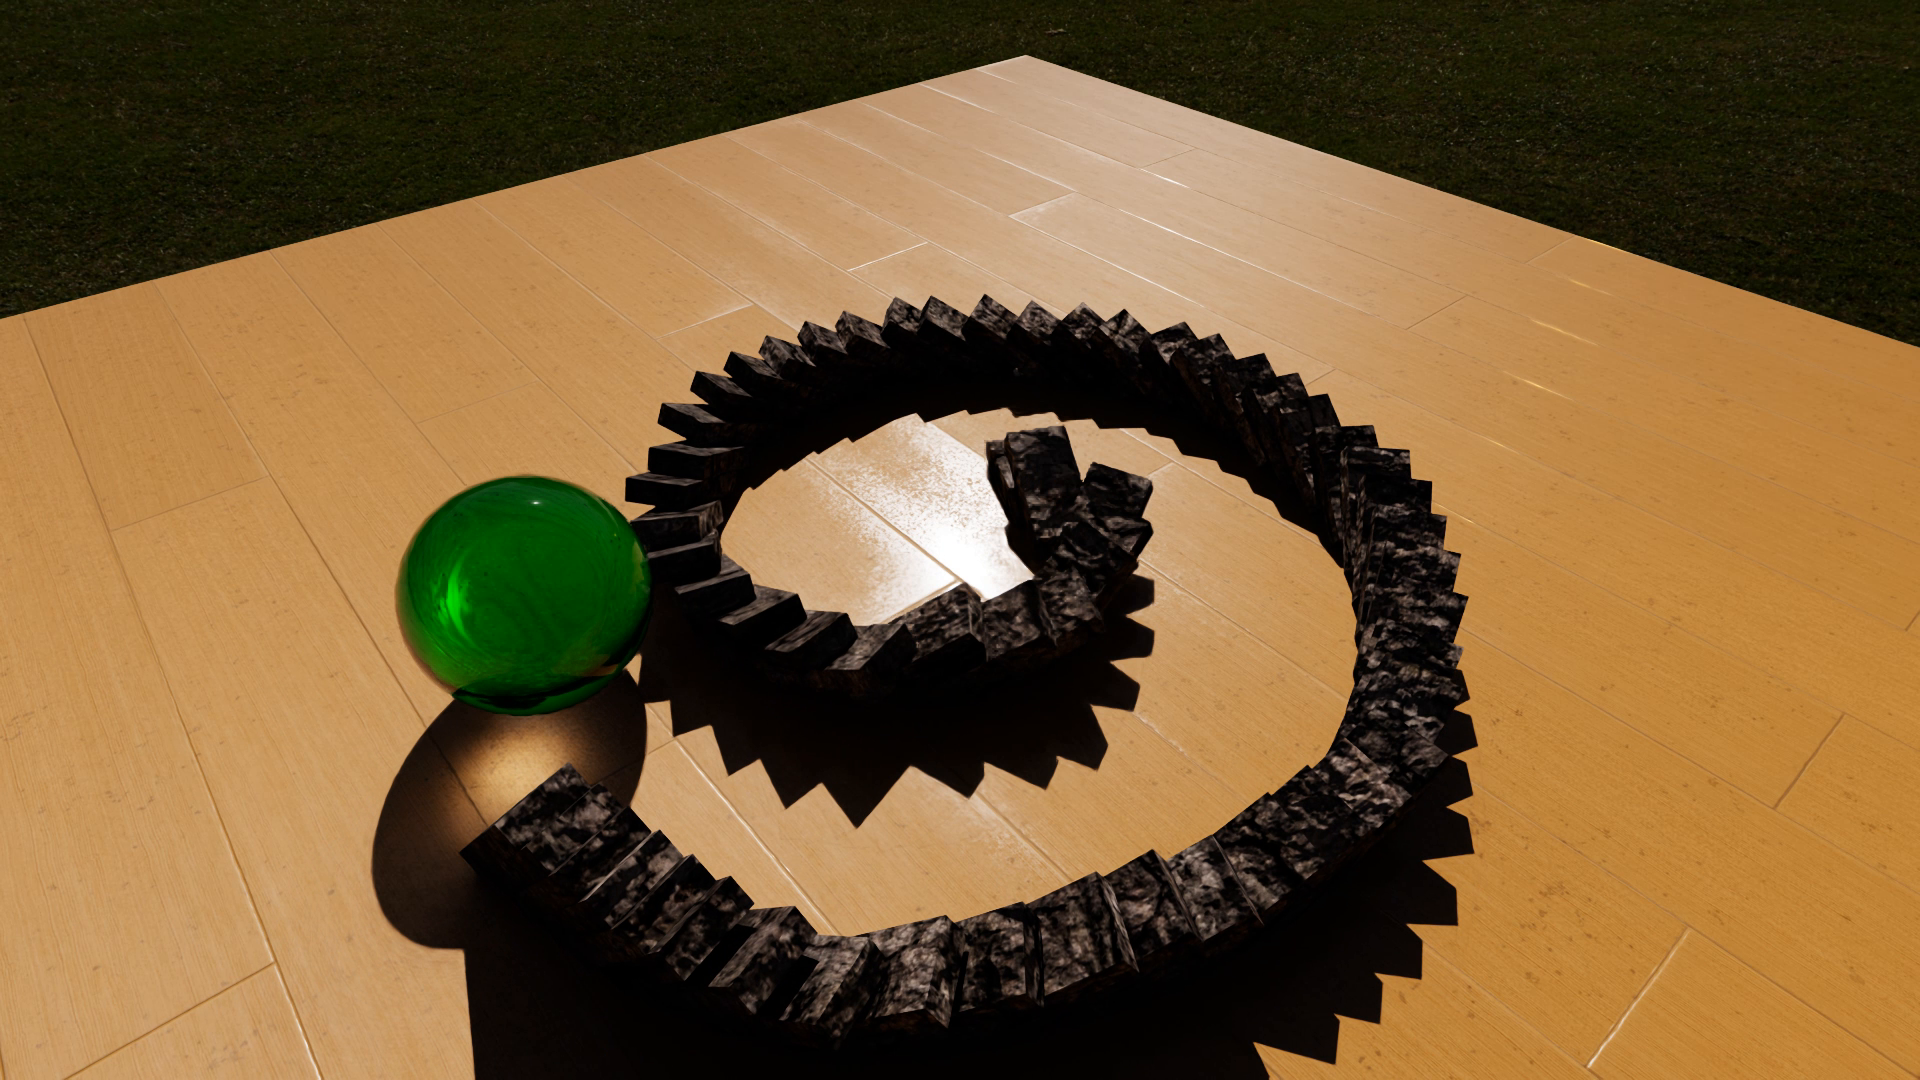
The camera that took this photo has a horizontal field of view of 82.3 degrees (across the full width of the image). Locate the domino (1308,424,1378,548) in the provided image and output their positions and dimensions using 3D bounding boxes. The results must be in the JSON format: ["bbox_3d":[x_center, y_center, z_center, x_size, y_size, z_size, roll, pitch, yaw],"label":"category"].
[{"bbox_3d":[0.162,-0.022,0.453,0.025,0.010,0.050,-3,68,-4],"label":"domino"}]

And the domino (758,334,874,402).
[{"bbox_3d":[-0.068,-0.081,0.522,0.050,0.010,0.025,12,25,-42],"label":"domino"}]

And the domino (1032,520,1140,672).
[{"bbox_3d":[0.038,0.020,0.397,0.050,0.009,0.025,-50,55,-1],"label":"domino"}]

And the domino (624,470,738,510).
[{"bbox_3d":[-0.114,-0.023,0.453,0.025,0.009,0.050,8,12,11],"label":"domino"}]

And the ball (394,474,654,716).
[{"bbox_3d":[-0.143,0.018,0.366,0.080,0.080,0.080,0,39,0],"label":"ball"}]

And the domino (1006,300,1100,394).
[{"bbox_3d":[0.050,-0.095,0.542,0.050,0.010,0.025,34,44,-3],"label":"domino"}]

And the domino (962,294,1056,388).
[{"bbox_3d":[0.027,-0.099,0.546,0.050,0.010,0.025,34,42,-6],"label":"domino"}]

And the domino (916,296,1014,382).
[{"bbox_3d":[0.004,-0.100,0.545,0.050,0.009,0.025,27,36,-16],"label":"domino"}]

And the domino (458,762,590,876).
[{"bbox_3d":[-0.126,0.081,0.317,0.009,0.050,0.025,50,50,-5],"label":"domino"}]

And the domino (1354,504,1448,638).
[{"bbox_3d":[0.163,0.013,0.407,0.025,0.009,0.050,11,72,12],"label":"domino"}]

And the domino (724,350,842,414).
[{"bbox_3d":[-0.082,-0.073,0.512,0.050,0.010,0.025,9,24,-47],"label":"domino"}]

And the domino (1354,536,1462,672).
[{"bbox_3d":[0.159,0.026,0.392,0.025,0.010,0.050,15,73,17],"label":"domino"}]

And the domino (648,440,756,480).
[{"bbox_3d":[-0.109,-0.035,0.469,0.025,0.009,0.050,10,12,11],"label":"domino"}]

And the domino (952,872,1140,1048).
[{"bbox_3d":[0.019,0.110,0.289,0.050,0.010,0.025,-30,42,14],"label":"domino"}]

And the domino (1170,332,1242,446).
[{"bbox_3d":[0.121,-0.070,0.509,0.025,0.009,0.050,-21,74,-26],"label":"domino"}]

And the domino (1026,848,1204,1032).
[{"bbox_3d":[0.037,0.107,0.293,0.050,0.010,0.025,-33,41,10],"label":"domino"}]

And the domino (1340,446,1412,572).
[{"bbox_3d":[0.166,-0.012,0.437,0.025,0.010,0.050,4,72,1],"label":"domino"}]

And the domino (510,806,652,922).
[{"bbox_3d":[-0.106,0.091,0.305,0.010,0.050,0.025,50,49,-5],"label":"domino"}]

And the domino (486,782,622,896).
[{"bbox_3d":[-0.116,0.085,0.312,0.010,0.050,0.025,50,50,-5],"label":"domino"}]

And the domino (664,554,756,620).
[{"bbox_3d":[-0.093,0.016,0.405,0.025,0.009,0.050,-17,13,-19],"label":"domino"}]

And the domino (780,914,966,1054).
[{"bbox_3d":[-0.023,0.114,0.282,0.050,0.010,0.025,-23,30,29],"label":"domino"}]

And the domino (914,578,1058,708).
[{"bbox_3d":[0.007,0.036,0.379,0.050,0.010,0.025,-27,43,15],"label":"domino"}]

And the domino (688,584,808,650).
[{"bbox_3d":[-0.077,0.026,0.393,0.025,0.010,0.050,-27,17,-29],"label":"domino"}]

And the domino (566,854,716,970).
[{"bbox_3d":[-0.086,0.100,0.294,0.009,0.050,0.025,50,50,-5],"label":"domino"}]

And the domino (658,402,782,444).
[{"bbox_3d":[-0.106,-0.052,0.489,0.025,0.009,0.050,27,18,29],"label":"domino"}]

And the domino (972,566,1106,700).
[{"bbox_3d":[0.024,0.033,0.383,0.050,0.009,0.025,-31,42,11],"label":"domino"}]

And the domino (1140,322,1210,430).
[{"bbox_3d":[0.110,-0.078,0.521,0.025,0.010,0.050,-25,74,-27],"label":"domino"}]

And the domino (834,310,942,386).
[{"bbox_3d":[-0.035,-0.094,0.538,0.050,0.009,0.025,18,29,-32],"label":"domino"}]

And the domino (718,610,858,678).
[{"bbox_3d":[-0.060,0.035,0.382,0.025,0.010,0.050,-35,21,-34],"label":"domino"}]

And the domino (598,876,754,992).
[{"bbox_3d":[-0.075,0.104,0.289,0.010,0.050,0.025,50,50,-5],"label":"domino"}]

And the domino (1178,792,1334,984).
[{"bbox_3d":[0.075,0.096,0.305,0.050,0.009,0.025,-39,49,3],"label":"domino"}]

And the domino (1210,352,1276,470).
[{"bbox_3d":[0.136,-0.059,0.496,0.025,0.009,0.050,-16,72,-18],"label":"domino"}]

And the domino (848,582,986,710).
[{"bbox_3d":[-0.015,0.036,0.378,0.050,0.010,0.025,-29,35,19],"label":"domino"}]

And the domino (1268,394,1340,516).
[{"bbox_3d":[0.153,-0.037,0.469,0.025,0.010,0.050,-10,70,-15],"label":"domino"}]

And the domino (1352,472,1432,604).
[{"bbox_3d":[0.166,0.001,0.422,0.025,0.009,0.050,8,72,6],"label":"domino"}]

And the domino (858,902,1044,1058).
[{"bbox_3d":[-0.003,0.114,0.285,0.050,0.010,0.025,-24,35,19],"label":"domino"}]

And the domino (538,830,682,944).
[{"bbox_3d":[-0.096,0.095,0.300,0.010,0.050,0.025,50,50,-5],"label":"domino"}]

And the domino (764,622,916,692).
[{"bbox_3d":[-0.041,0.041,0.375,0.050,0.010,0.025,-7,28,42],"label":"domino"}]

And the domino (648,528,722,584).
[{"bbox_3d":[-0.104,0.006,0.416,0.025,0.009,0.050,-14,10,-9],"label":"domino"}]

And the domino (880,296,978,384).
[{"bbox_3d":[-0.014,-0.099,0.546,0.050,0.009,0.025,27,37,-16],"label":"domino"}]

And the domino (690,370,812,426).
[{"bbox_3d":[-0.095,-0.064,0.502,0.025,0.009,0.050,35,19,35],"label":"domino"}]

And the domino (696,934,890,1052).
[{"bbox_3d":[-0.044,0.115,0.283,0.050,0.010,0.025,-15,25,40],"label":"domino"}]

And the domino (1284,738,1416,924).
[{"bbox_3d":[0.105,0.085,0.321,0.050,0.010,0.025,-43,49,-2],"label":"domino"}]

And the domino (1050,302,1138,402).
[{"bbox_3d":[0.071,-0.092,0.537,0.050,0.010,0.025,42,48,2],"label":"domino"}]

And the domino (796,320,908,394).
[{"bbox_3d":[-0.052,-0.088,0.531,0.050,0.009,0.025,15,28,-36],"label":"domino"}]

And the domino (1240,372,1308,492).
[{"bbox_3d":[0.145,-0.048,0.483,0.025,0.009,0.050,-13,71,-16],"label":"domino"}]

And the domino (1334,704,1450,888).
[{"bbox_3d":[0.120,0.077,0.332,0.050,0.010,0.025,-45,51,-6],"label":"domino"}]

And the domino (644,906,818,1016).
[{"bbox_3d":[-0.061,0.109,0.286,0.050,0.009,0.025,-24,17,46],"label":"domino"}]

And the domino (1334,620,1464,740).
[{"bbox_3d":[0.143,0.054,0.361,0.025,0.009,0.050,23,72,25],"label":"domino"}]

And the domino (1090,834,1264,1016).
[{"bbox_3d":[0.053,0.104,0.298,0.050,0.010,0.025,-32,41,8],"label":"domino"}]

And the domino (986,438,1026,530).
[{"bbox_3d":[0.030,-0.026,0.473,0.025,0.009,0.050,-9,43,-11],"label":"domino"}]

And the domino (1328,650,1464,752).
[{"bbox_3d":[0.134,0.063,0.347,0.025,0.009,0.050,29,78,27],"label":"domino"}]

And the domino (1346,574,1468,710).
[{"bbox_3d":[0.153,0.039,0.377,0.025,0.009,0.050,19,74,22],"label":"domino"}]

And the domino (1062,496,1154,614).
[{"bbox_3d":[0.048,0.010,0.412,0.025,0.010,0.050,28,77,29],"label":"domino"}]

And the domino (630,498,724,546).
[{"bbox_3d":[-0.110,-0.007,0.433,0.025,0.009,0.050,-5,10,-2],"label":"domino"}]

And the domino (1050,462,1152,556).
[{"bbox_3d":[0.054,-0.004,0.429,0.025,0.009,0.050,19,72,19],"label":"domino"}]

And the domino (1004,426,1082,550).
[{"bbox_3d":[0.037,-0.022,0.451,0.025,0.010,0.050,-9,65,-11],"label":"domino"}]

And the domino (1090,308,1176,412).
[{"bbox_3d":[0.088,-0.087,0.531,0.050,0.010,0.025,46,50,6],"label":"domino"}]

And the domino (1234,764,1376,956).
[{"bbox_3d":[0.090,0.091,0.313,0.050,0.010,0.025,-41,49,1],"label":"domino"}]
